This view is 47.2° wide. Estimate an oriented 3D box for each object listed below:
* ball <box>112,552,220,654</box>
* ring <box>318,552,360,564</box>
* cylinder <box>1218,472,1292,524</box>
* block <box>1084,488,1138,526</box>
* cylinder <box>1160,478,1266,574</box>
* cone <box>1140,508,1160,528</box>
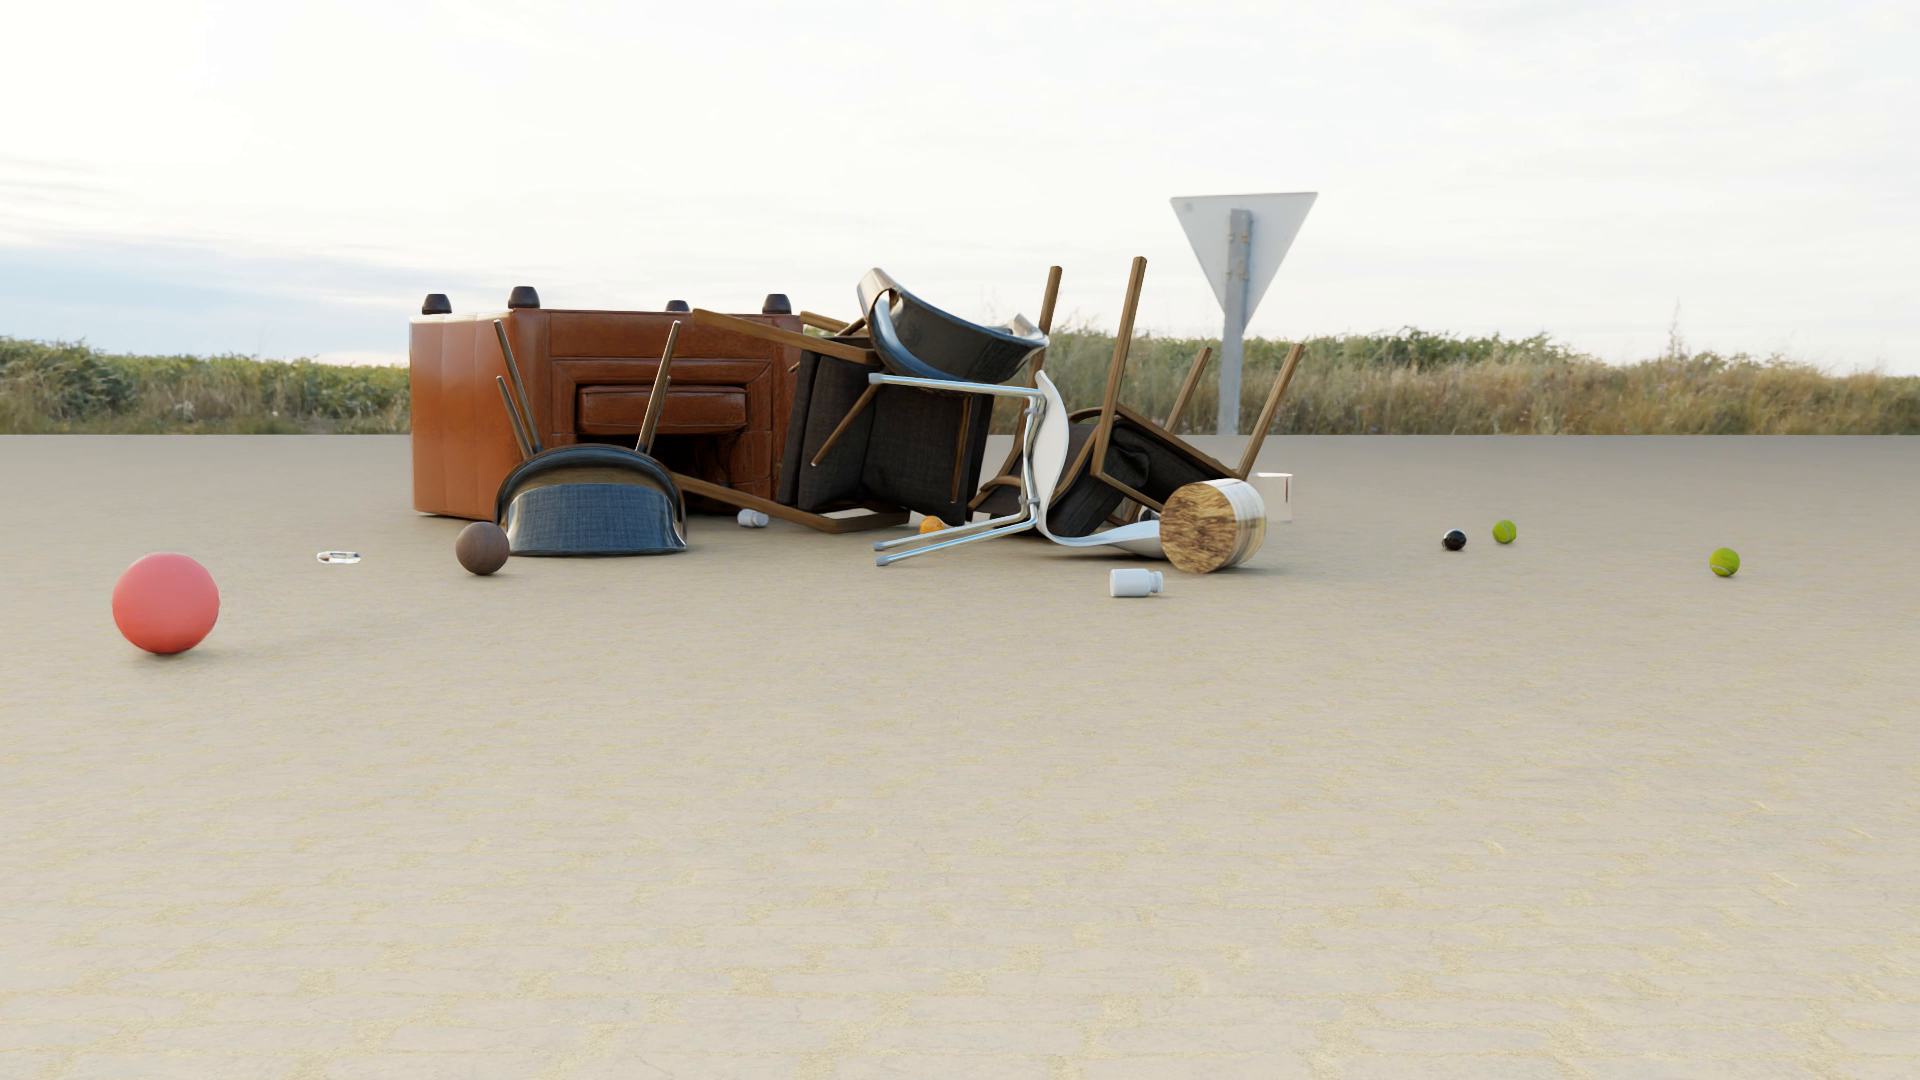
[{"bbox_3d":[-1.343,0.107,3.722,0.173,0.173,0.173,0,4,0],"label":"ball"},{"bbox_3d":[-1.606,0.046,5.685,0.111,0.027,0.049,1,2,1],"label":"ring"},{"bbox_3d":[1.003,-0.143,7.465,0.244,0.159,0.294,-1,4,-8],"label":"cylinder"},{"bbox_3d":[0.498,-0.106,7.237,0.157,0.117,0.134,0,4,-6],"label":"block"},{"bbox_3d":[0.630,-0.037,5.460,0.197,0.224,0.249,9,7,24],"label":"cylinder"},{"bbox_3d":[0.649,-0.058,7.168,0.103,0.061,0.085,17,-19,-18],"label":"cone"}]
